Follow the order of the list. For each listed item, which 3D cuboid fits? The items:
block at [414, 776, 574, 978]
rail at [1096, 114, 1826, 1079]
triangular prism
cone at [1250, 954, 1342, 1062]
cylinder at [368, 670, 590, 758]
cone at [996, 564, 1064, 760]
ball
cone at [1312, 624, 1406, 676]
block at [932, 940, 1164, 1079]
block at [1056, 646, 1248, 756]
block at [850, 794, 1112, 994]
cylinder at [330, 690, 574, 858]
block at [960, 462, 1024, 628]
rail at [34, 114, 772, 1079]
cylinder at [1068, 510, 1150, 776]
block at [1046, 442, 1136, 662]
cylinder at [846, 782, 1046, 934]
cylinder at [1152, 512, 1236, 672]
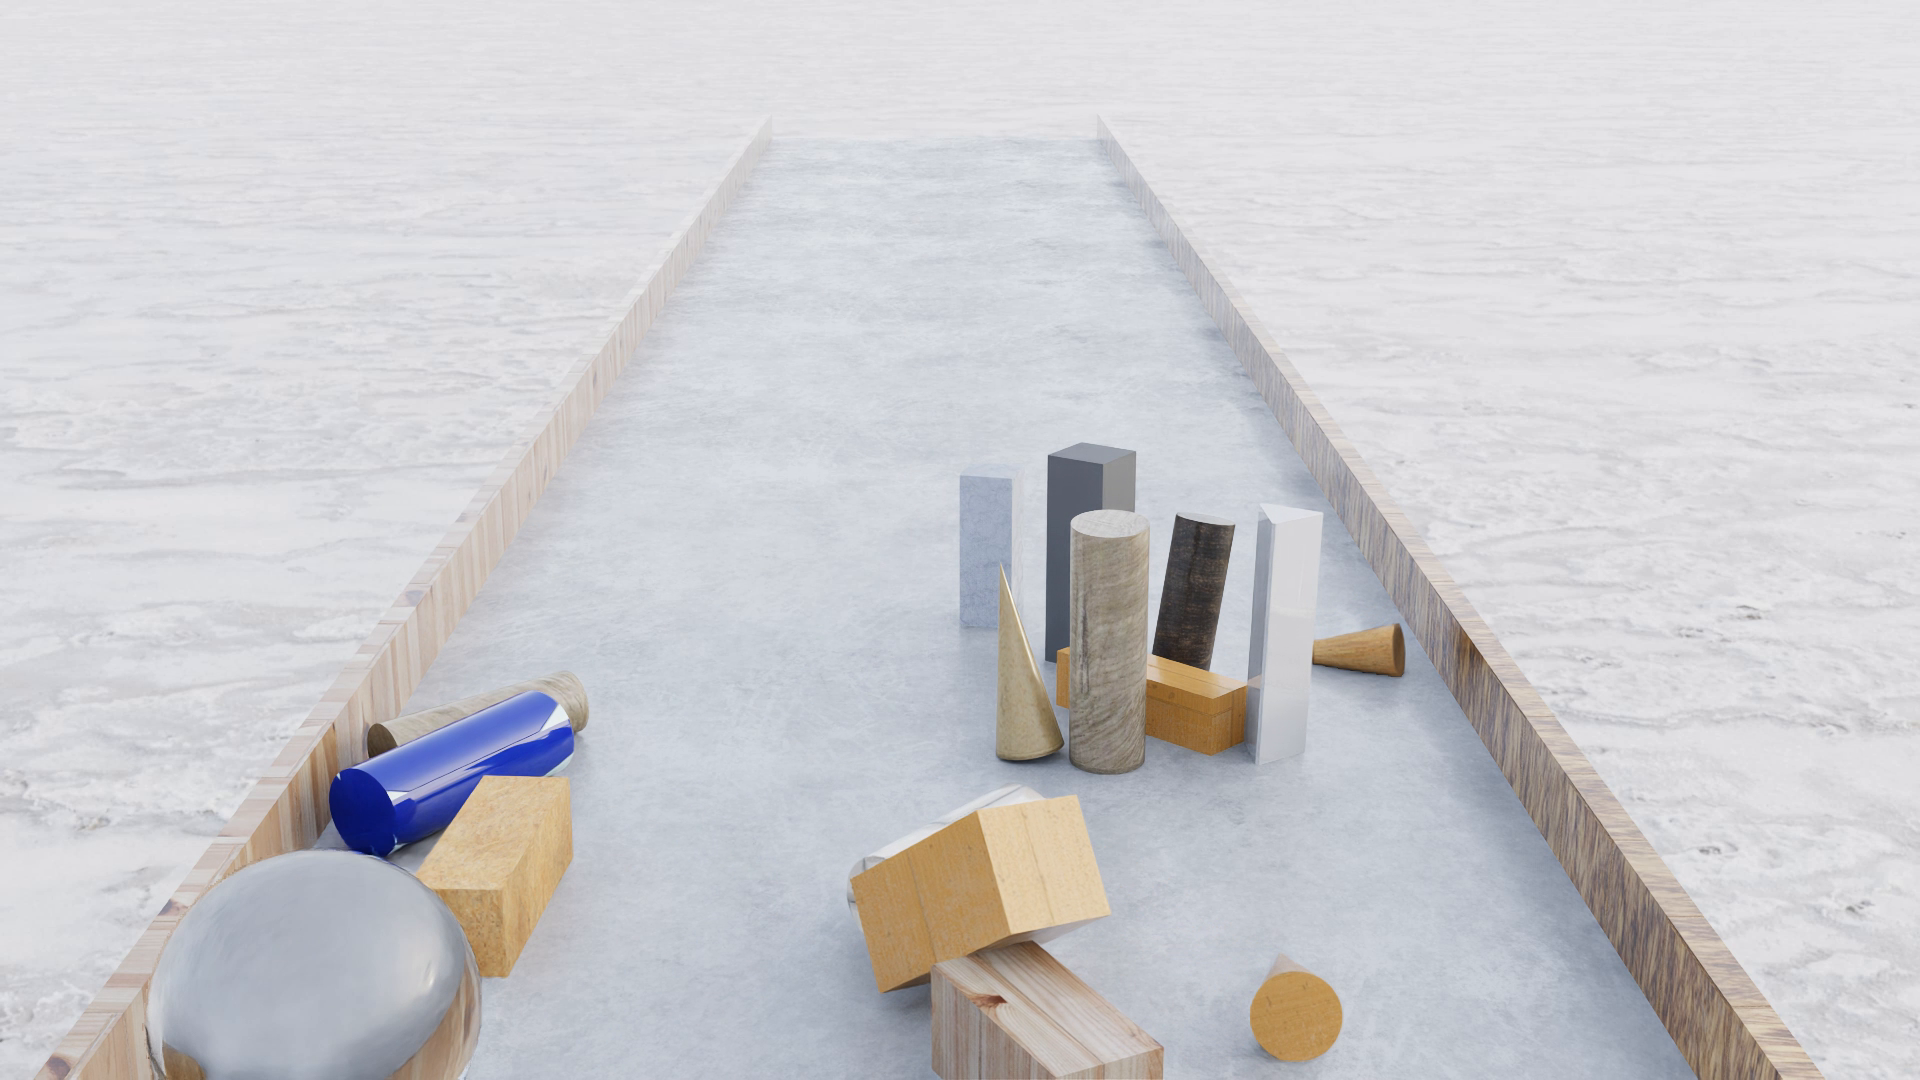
[{"bbox_3d":[-0.700,0.499,3.310,0.137,0.137,0.408,1,17,3],"label":"block"},{"bbox_3d":[0.932,-0.844,7.801,0.050,0.150,12.000,0,17,-1],"label":"rail"},{"bbox_3d":[0.549,0.162,3.885,0.114,0.450,0.098,-11,22,-32],"label":"triangular prism"},{"bbox_3d":[0.455,0.615,3.053,0.122,0.122,0.306,1,5,4],"label":"cone"},{"bbox_3d":[-0.851,0.333,3.903,0.383,0.116,0.116,-15,22,-42],"label":"cylinder"},{"bbox_3d":[0.098,0.204,3.899,0.125,0.348,0.125,-9,12,2],"label":"cone"},{"bbox_3d":[-0.771,0.566,2.640,0.389,0.389,0.389,0,17,0],"label":"ball"},{"bbox_3d":[0.725,0.223,4.388,0.305,0.104,0.104,-3,14,25],"label":"cone"},{"bbox_3d":[0.104,0.652,2.768,0.151,0.151,0.318,-9,19,-27],"label":"block"},{"bbox_3d":[0.353,0.286,4.074,0.368,0.108,0.108,15,22,42],"label":"block"},{"bbox_3d":[0.022,0.484,2.988,0.165,0.165,0.339,-4,-20,-36],"label":"block"},{"bbox_3d":[-0.840,0.385,3.665,0.153,0.153,0.415,10,19,30],"label":"cylinder"},{"bbox_3d":[0.067,0.011,4.620,0.112,0.326,0.112,4,17,14],"label":"block"},{"bbox_3d":[-1.118,-0.838,7.780,0.050,0.150,12.000,0,17,-1],"label":"rail"},{"bbox_3d":[0.259,0.179,3.828,0.135,0.445,0.135,-1,21,0],"label":"cylinder"},{"bbox_3d":[0.259,0.034,4.367,0.126,0.426,0.126,11,20,33],"label":"block"},{"bbox_3d":[-0.005,0.490,3.323,0.147,0.147,0.343,12,21,36],"label":"cylinder"},{"bbox_3d":[0.440,0.123,4.194,0.114,0.336,0.114,9,9,-1],"label":"cylinder"}]
